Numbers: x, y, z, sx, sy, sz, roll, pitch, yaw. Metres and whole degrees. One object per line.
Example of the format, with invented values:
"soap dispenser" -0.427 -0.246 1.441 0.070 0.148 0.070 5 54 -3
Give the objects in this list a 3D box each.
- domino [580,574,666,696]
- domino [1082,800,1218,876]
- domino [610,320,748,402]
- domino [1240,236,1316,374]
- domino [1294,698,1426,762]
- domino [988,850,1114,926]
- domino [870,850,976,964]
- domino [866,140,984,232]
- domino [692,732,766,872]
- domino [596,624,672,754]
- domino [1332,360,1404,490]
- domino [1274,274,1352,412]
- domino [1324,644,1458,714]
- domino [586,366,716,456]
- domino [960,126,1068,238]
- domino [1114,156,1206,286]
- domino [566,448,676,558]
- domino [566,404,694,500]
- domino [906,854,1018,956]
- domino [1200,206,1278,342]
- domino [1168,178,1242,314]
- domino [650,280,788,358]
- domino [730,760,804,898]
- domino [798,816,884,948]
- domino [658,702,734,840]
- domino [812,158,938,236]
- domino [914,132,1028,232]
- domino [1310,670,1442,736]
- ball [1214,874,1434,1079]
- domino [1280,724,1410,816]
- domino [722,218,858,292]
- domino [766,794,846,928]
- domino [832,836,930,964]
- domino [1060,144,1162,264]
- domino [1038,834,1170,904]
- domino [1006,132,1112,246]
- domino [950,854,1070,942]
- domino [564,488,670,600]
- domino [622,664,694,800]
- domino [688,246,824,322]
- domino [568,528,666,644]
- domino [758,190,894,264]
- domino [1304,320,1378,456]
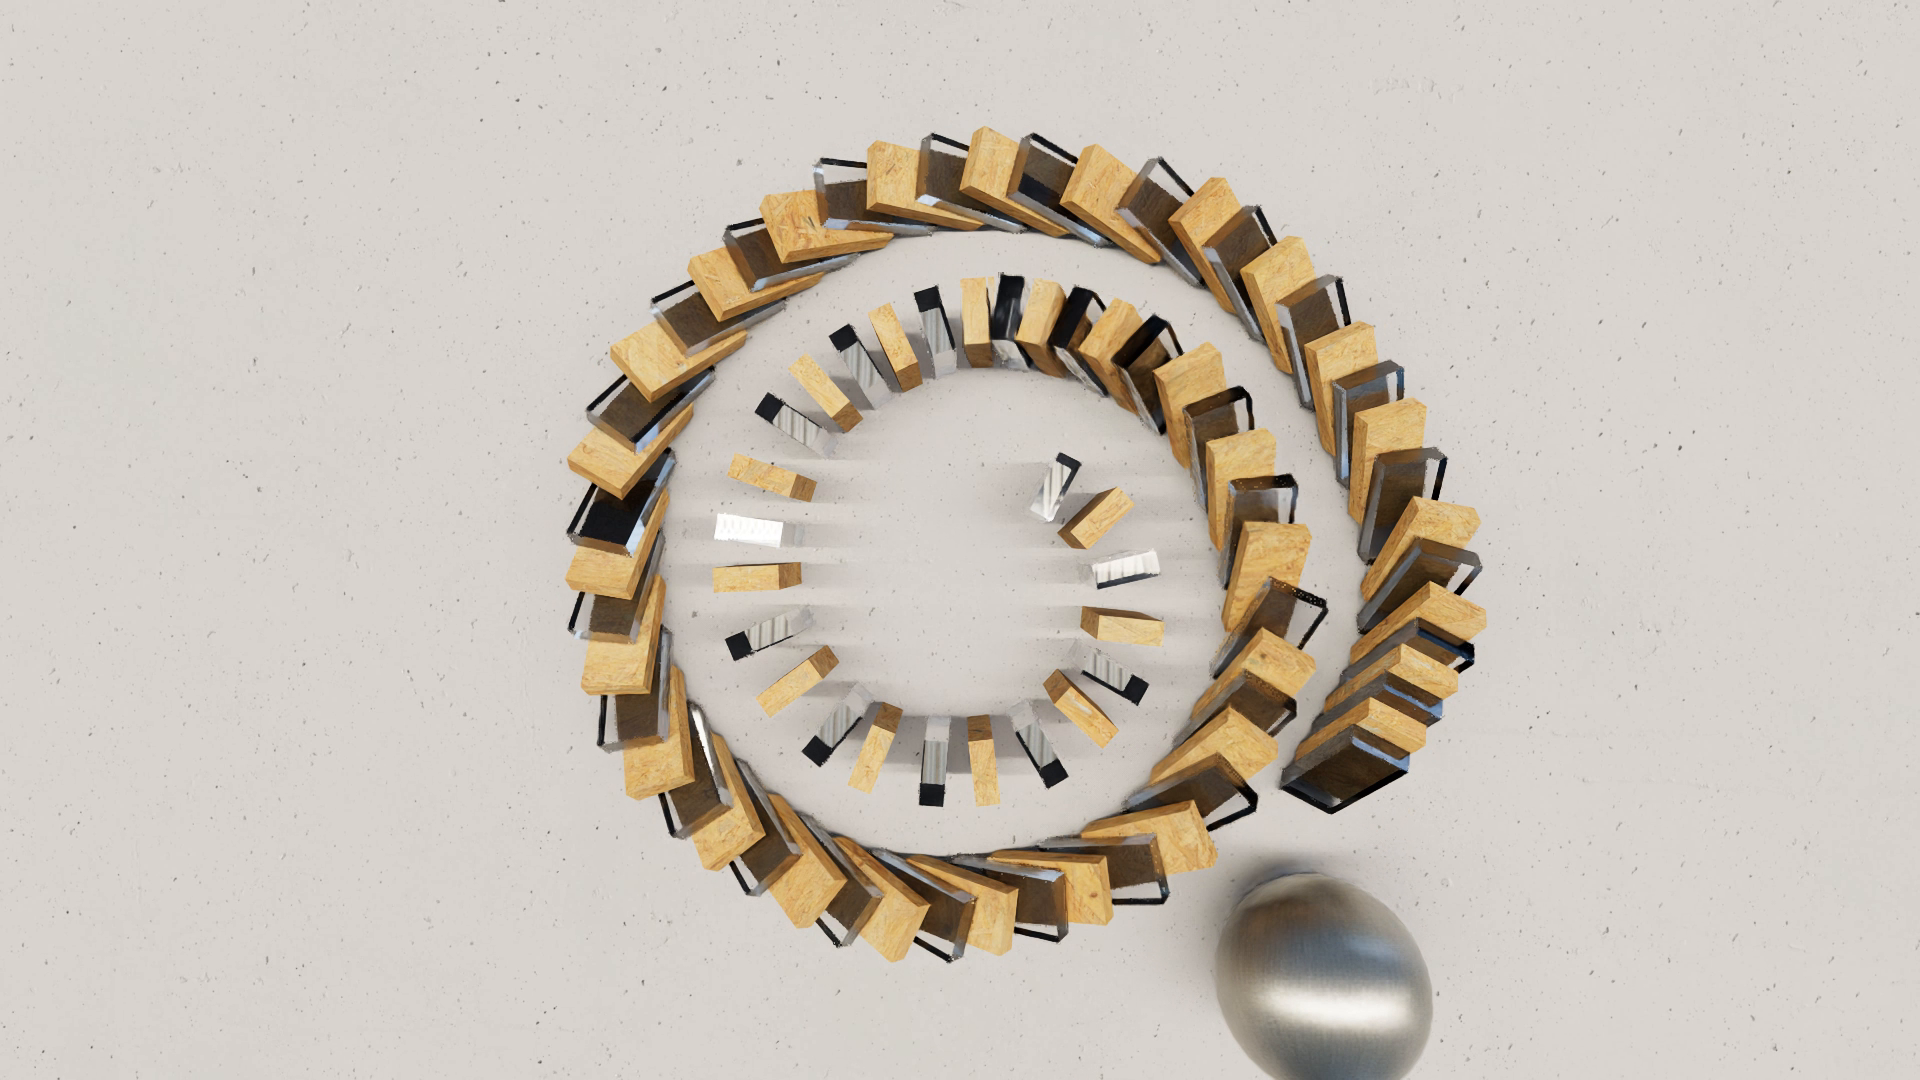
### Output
"domino" -0.140 0.039 0.383 0.025 0.010 0.050 -2 59 0
"domino" 0.079 0.127 0.383 0.050 0.009 0.025 -24 91 31
"domino" -0.117 -0.082 0.384 0.025 0.009 0.050 48 62 1
"domino" 0.138 -0.098 0.383 0.025 0.010 0.050 -36 121 -3
"domino" 0.164 0.085 0.378 0.025 0.050 0.009 27 51 0
"domino" 0.038 0.145 0.384 0.050 0.010 0.025 -7 90 28
"domino" -0.019 0.151 0.382 0.050 0.009 0.025 14 92 34
"domino" -0.014 -0.147 0.383 0.050 0.009 0.025 1 89 -30
"domino" -0.102 0.108 0.382 0.025 0.010 0.050 -38 56 2
"domino" -0.135 0.061 0.382 0.025 0.010 0.050 -10 58 3
"domino" 0.170 -0.047 0.381 0.025 0.009 0.050 -21 126 -1
"domino" 0.151 -0.082 0.383 0.025 0.010 0.050 -29 120 -2
"domino" 0.176 0.064 0.378 0.025 0.050 0.009 27 51 0
"domino" -0.129 -0.061 0.383 0.025 0.010 0.050 35 61 1
"domino" 0.026 -0.149 0.383 0.050 0.009 0.025 14 88 -30
"domino" 0.091 -0.133 0.384 0.050 0.010 0.025 34 90 -27
"domino" -0.140 -0.019 0.382 0.025 0.010 0.050 12 59 3
"domino" -0.137 -0.044 0.384 0.025 0.010 0.050 30 61 0
"domino" -0.001 0.151 0.382 0.050 0.010 0.025 7 90 33
"domino" 0.123 -0.111 0.382 0.025 0.009 0.050 -43 121 -1
"domino" 0.110 -0.123 0.383 0.025 0.009 0.050 -45 121 0
"domino" -0.101 -0.099 0.385 0.050 0.009 0.025 -36 90 -27
"domino" -0.089 0.120 0.383 0.025 0.010 0.050 -43 58 0
"domino" -0.057 0.141 0.382 0.050 0.009 0.025 35 91 33
"domino" -0.114 0.095 0.382 0.025 0.010 0.050 -33 56 3
"domino" -0.035 -0.143 0.383 0.050 0.009 0.025 -7 88 -31
"domino" 0.007 -0.149 0.383 0.050 0.010 0.025 6 90 -30
"domino" 0.170 0.074 0.378 0.025 0.050 0.010 27 51 0
"ball" 0.141 0.174 0.360 0.080 0.080 0.080 0 90 0
"domino" 0.157 0.095 0.378 0.025 0.050 0.009 27 51 0
"domino" -0.070 -0.123 0.382 0.050 0.010 0.025 -28 88 -32
"domino" -0.072 0.133 0.382 0.050 0.010 0.025 40 94 33
"domino" -0.038 0.149 0.382 0.050 0.009 0.025 27 92 33
"domino" 0.068 -0.140 0.384 0.050 0.009 0.025 23 90 -29
"domino" 0.060 0.138 0.383 0.050 0.010 0.025 -13 91 30
"domino" 0.045 -0.146 0.383 0.050 0.010 0.025 17 87 -30
"domino" 0.020 0.149 0.382 0.050 0.009 0.025 -3 92 34
"domino" -0.142 -0.001 0.383 0.025 0.010 0.050 9 59 1
"domino" -0.127 0.080 0.382 0.025 0.010 0.050 -20 57 3
"domino" -0.085 -0.112 0.383 0.050 0.010 0.025 -32 90 -30
"domino" -0.143 0.018 0.384 0.025 0.009 0.050 6 60 0
"domino" -0.055 -0.132 0.382 0.050 0.009 0.025 -21 86 -32
"domino" 0.162 -0.063 0.383 0.025 0.009 0.050 -24 120 0
